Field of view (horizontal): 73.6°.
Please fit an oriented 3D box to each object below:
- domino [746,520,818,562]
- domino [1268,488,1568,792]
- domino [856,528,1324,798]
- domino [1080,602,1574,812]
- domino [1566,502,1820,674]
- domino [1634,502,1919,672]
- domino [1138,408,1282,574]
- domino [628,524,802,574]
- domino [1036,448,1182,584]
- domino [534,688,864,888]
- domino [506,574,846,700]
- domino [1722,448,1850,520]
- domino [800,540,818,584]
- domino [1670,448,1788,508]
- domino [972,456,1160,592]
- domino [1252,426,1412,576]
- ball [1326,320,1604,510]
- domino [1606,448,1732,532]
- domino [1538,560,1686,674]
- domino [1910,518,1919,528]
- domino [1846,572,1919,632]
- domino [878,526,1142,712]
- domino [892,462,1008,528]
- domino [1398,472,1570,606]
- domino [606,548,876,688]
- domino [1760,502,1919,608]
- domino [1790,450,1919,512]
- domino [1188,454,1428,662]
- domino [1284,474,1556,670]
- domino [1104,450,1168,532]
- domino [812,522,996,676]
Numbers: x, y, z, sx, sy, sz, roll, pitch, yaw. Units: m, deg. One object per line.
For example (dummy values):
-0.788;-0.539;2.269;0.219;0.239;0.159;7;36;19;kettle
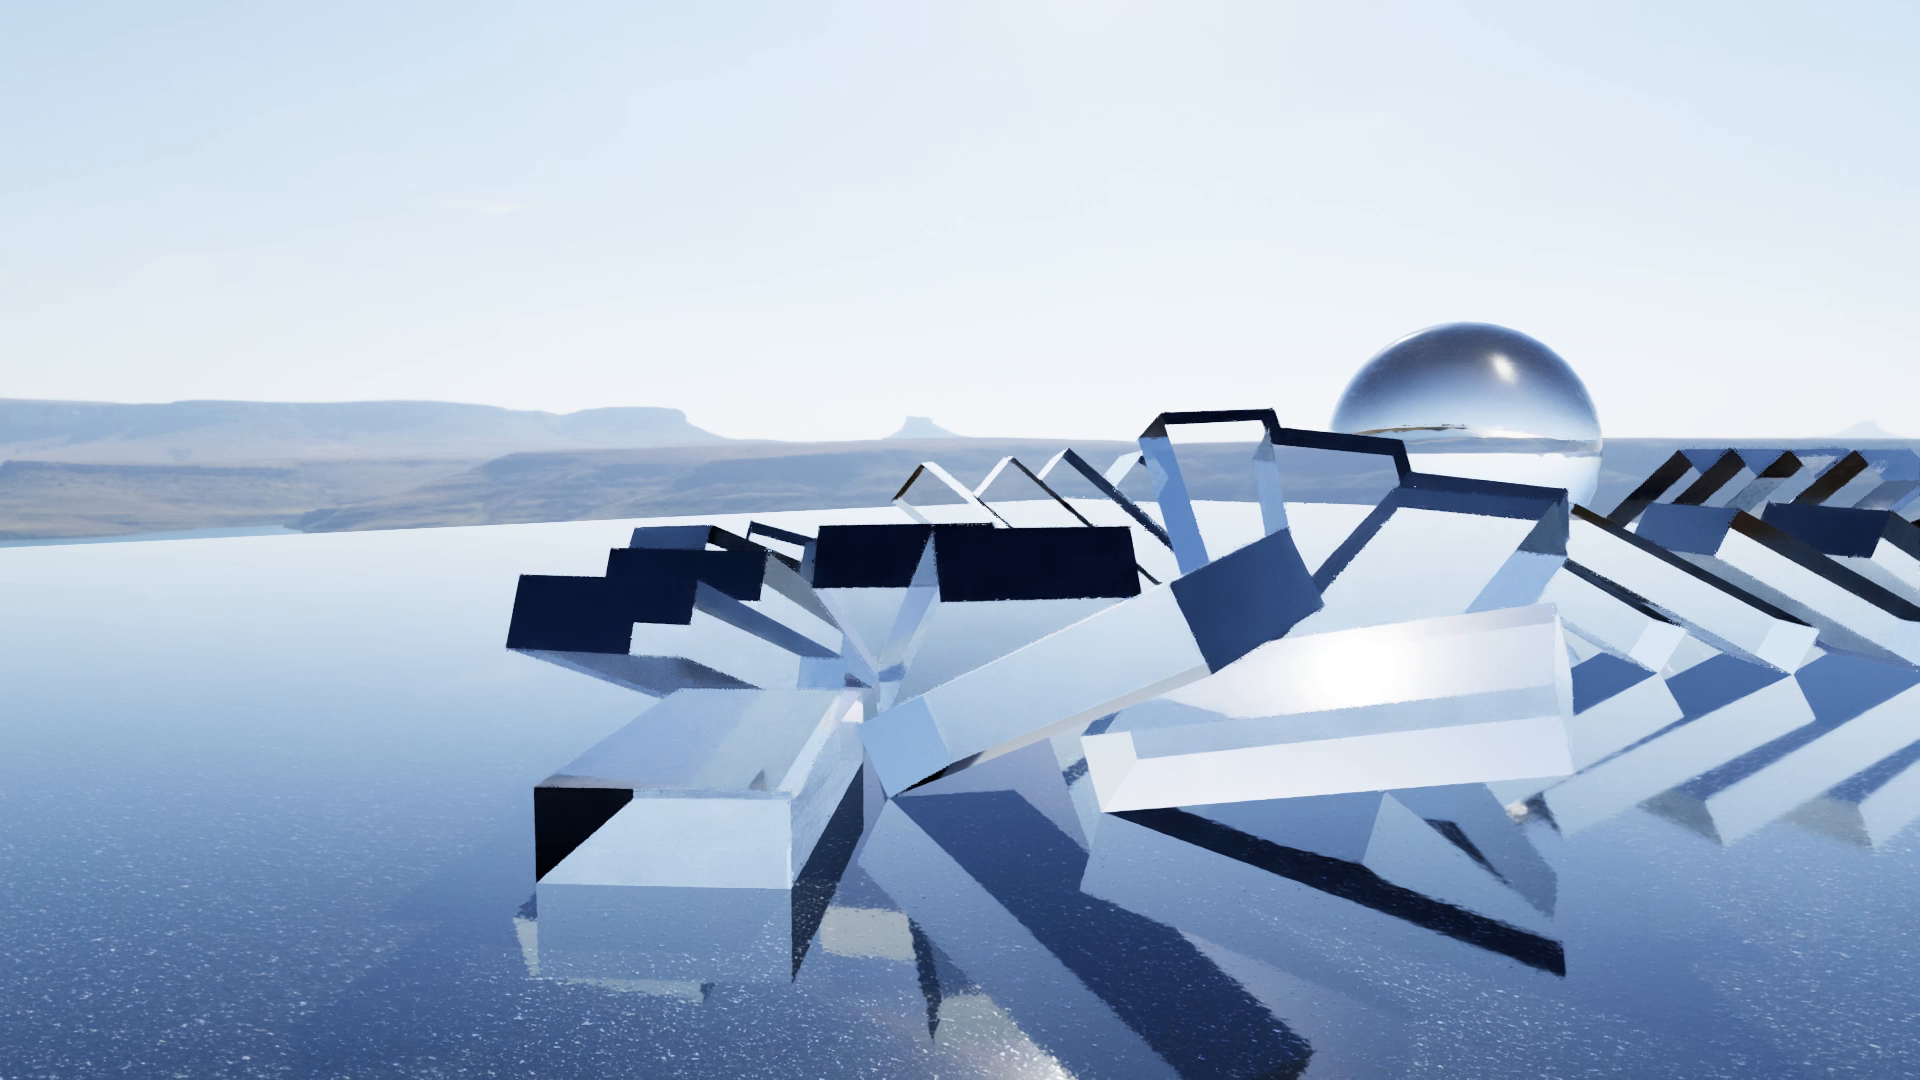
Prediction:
-0.019;0.009;0.260;0.050;0.010;0.025;15;-10;-6;domino
0.059;0.011;0.177;0.050;0.010;0.025;-40;29;-28;domino
0.014;0.015;0.147;0.050;0.009;0.025;-30;-7;42;domino
0.042;0.019;0.147;0.050;0.010;0.025;-11;11;28;domino
0.135;0.008;0.249;0.050;0.009;0.025;28;6;2;domino
0.158;0.009;0.245;0.050;0.010;0.025;26;1;-8;domino
0.052;0.000;0.233;0.025;0.050;0.009;-4;-24;-23;domino
-0.033;0.010;0.235;0.025;0.009;0.050;-1;-20;46;domino
0.036;0.002;0.261;0.050;0.010;0.025;40;-3;-2;domino
-0.027;0.027;0.148;0.025;0.010;0.050;0;4;4;domino
-0.037;0.016;0.180;0.025;0.010;0.050;1;-16;17;domino
0.201;-0.003;0.325;0.025;0.010;0.050;-3;-38;-28;domino
-0.001;0.011;0.228;0.050;0.010;0.025;21;-19;-37;domino
0.194;-0.003;0.337;0.025;0.010;0.050;-2;-38;-29;domino
0.025;0.004;0.240;0.050;0.010;0.025;40;1;-3;domino
0.067;0.003;0.217;0.025;0.050;0.010;5;-38;-6;domino
0.154;-0.027;0.397;0.080;0.080;0.080;0;4;0;ball
0.188;-0.004;0.350;0.025;0.009;0.050;-2;-38;-29;domino
0.112;0.007;0.251;0.050;0.010;0.025;30;6;2;domino
0.217;0.004;0.297;0.025;0.010;0.050;-2;-23;-32;domino
0.226;0.008;0.277;0.025;0.010;0.050;-3;-17;-32;domino
0.005;0.013;0.177;0.025;0.010;0.050;-1;-24;-12;domino
0.010;0.004;0.263;0.050;0.010;0.025;39;6;1;domino
0.072;0.009;0.194;0.025;0.010;0.050;10;44;38;domino
-0.033;0.013;0.206;0.025;0.009;0.050;1;-17;16;domino
0.181;0.009;0.246;0.050;0.009;0.025;26;-2;-17;domino
0.208;-0.002;0.313;0.025;0.009;0.050;-2;-38;-29;domino
0.069;0.003;0.258;0.050;0.009;0.025;41;6;3;domino
0.090;0.005;0.254;0.050;0.010;0.025;35;6;2;domino
0.051;0.002;0.262;0.050;0.010;0.025;40;-3;-4;domino
-0.004;0.012;0.200;0.025;0.010;0.050;-1;-23;9;domino
